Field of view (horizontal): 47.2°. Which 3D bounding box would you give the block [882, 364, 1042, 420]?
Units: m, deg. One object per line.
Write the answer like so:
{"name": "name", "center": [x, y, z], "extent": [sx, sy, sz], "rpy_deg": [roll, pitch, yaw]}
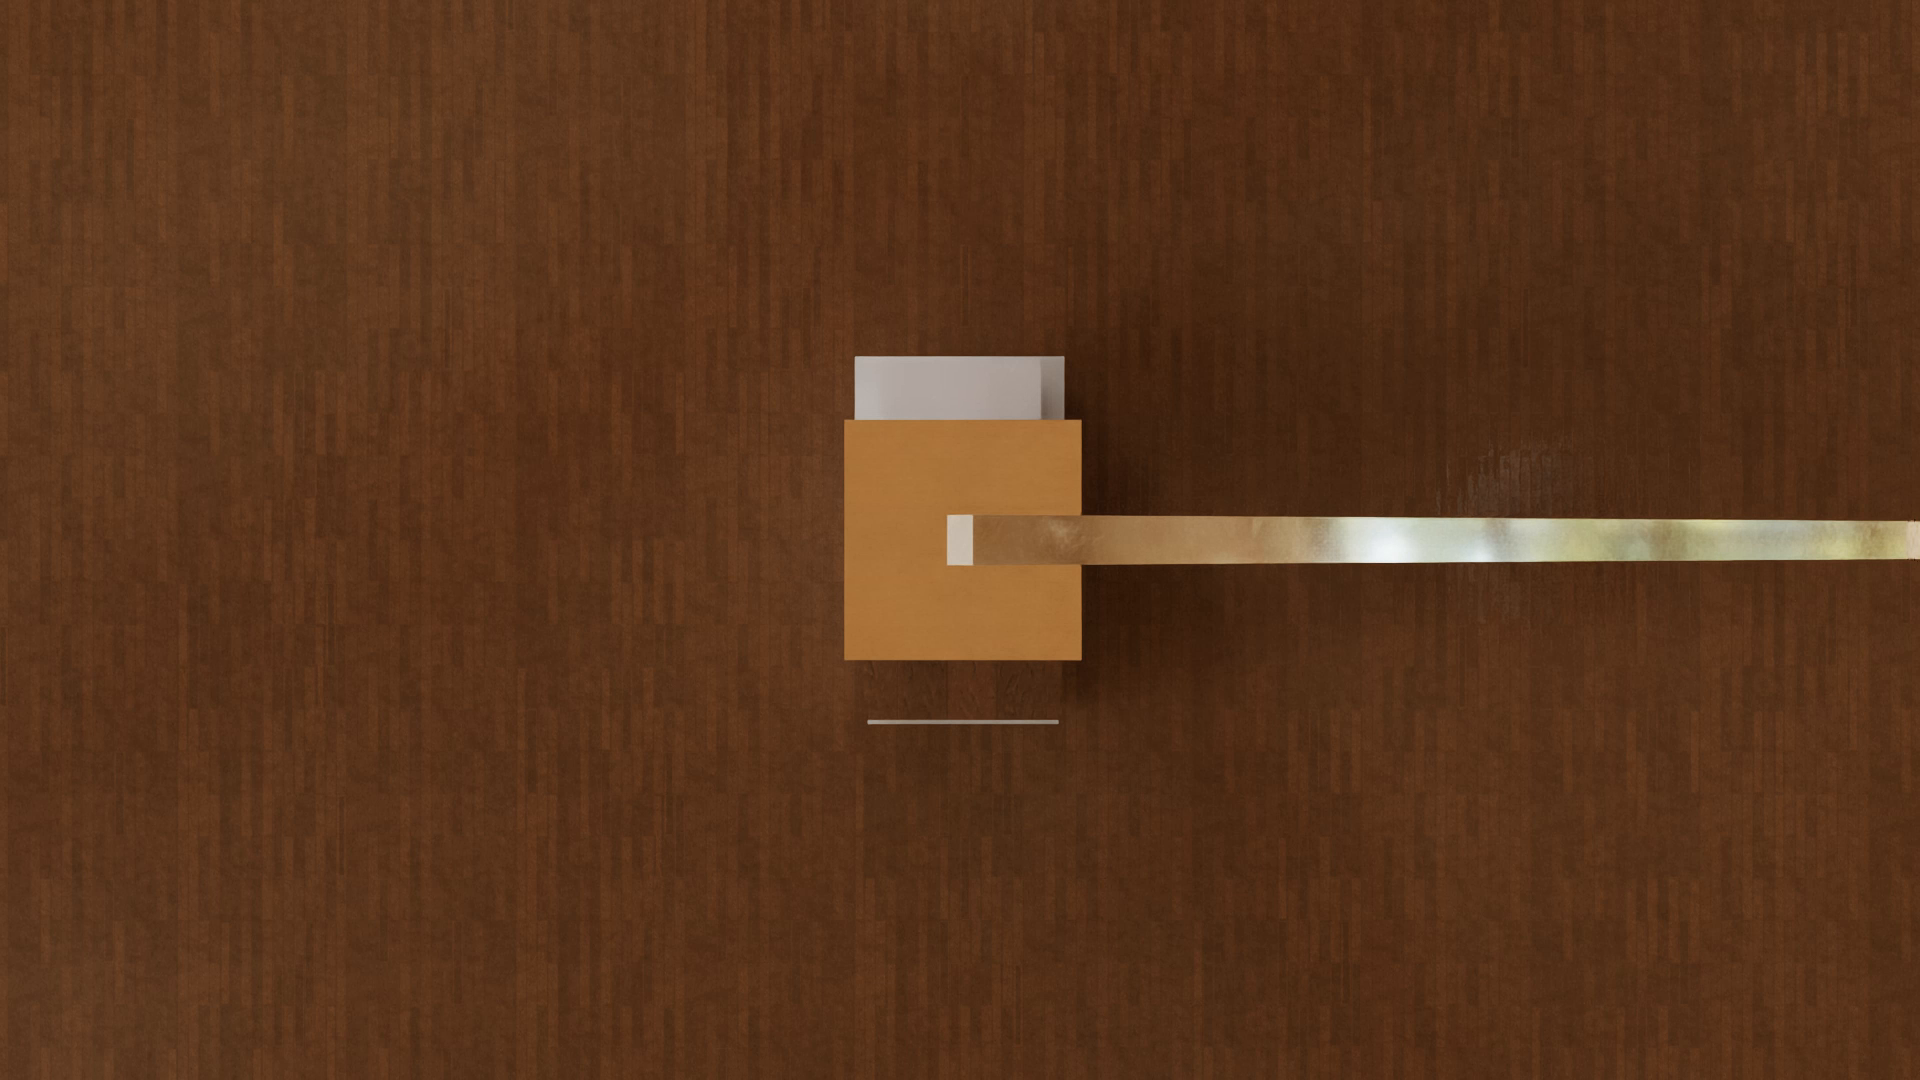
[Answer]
{"name": "block", "center": [0.008, -0.485, 11.663], "extent": [0.820, 0.711, 0.838], "rpy_deg": [0, 90, 0]}

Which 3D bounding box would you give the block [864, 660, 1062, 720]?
{"name": "block", "center": [0.015, 0.424, 11.523], "extent": [0.994, 0.950, 0.960], "rpy_deg": [0, 90, 0]}

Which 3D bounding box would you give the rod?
{"name": "rod", "center": [2.234, 0.000, 4.830], "extent": [5.200, 0.080, 0.080], "rpy_deg": [0, 90, -31]}

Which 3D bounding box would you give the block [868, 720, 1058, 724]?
{"name": "block", "center": [0.017, 0.502, 12.499], "extent": [1.040, 1.002, 1.002], "rpy_deg": [0, 90, 0]}

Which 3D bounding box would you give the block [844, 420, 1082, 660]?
{"name": "block", "center": [0.010, 0.000, 7.548], "extent": [0.773, 0.765, 0.784], "rpy_deg": [0, 90, 0]}

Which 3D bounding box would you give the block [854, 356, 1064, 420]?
{"name": "block", "center": [-0.002, -0.506, 12.509], "extent": [1.145, 0.981, 0.994], "rpy_deg": [0, 90, 0]}
